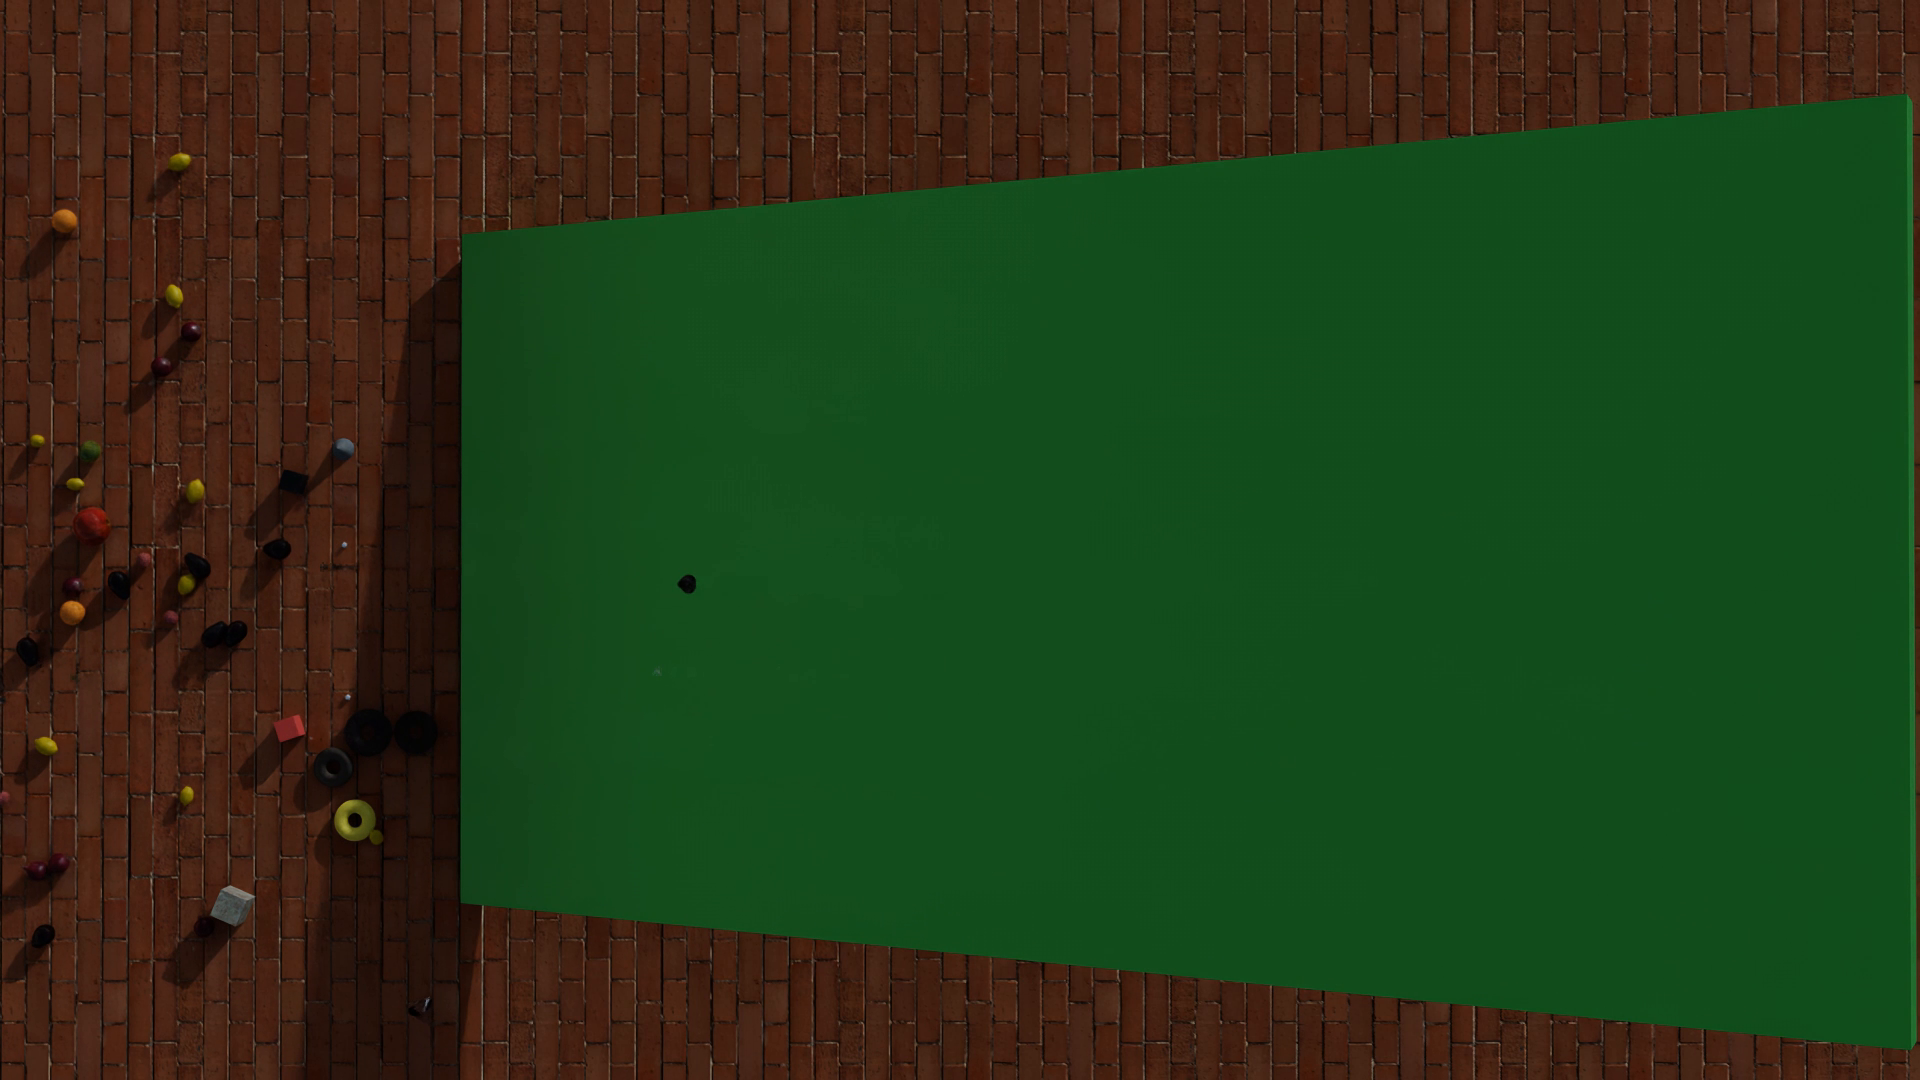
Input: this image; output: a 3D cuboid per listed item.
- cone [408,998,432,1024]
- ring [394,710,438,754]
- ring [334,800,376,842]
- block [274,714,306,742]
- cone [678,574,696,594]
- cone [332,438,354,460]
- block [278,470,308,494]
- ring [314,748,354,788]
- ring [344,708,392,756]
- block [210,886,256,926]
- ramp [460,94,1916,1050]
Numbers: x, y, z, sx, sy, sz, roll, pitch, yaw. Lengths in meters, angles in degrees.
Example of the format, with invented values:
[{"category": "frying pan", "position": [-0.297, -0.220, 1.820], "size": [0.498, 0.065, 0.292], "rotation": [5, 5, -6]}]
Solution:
[{"category": "cone", "position": [-1.615, 1.436, 6.634], "size": [0.072, 0.072, 0.072], "rotation": [-20, 116, 0]}, {"category": "ring", "position": [-1.642, 0.580, 6.637], "size": [0.131, 0.044, 0.131], "rotation": [0, 91, -1]}, {"category": "ring", "position": [-1.825, 0.846, 6.635], "size": [0.127, 0.042, 0.127], "rotation": [0, 89, 1]}, {"category": "block", "position": [-2.021, 0.568, 6.627], "size": [0.062, 0.062, 0.062], "rotation": [-19, 89, 0]}, {"category": "cone", "position": [-0.773, 0.123, 6.136], "size": [0.053, 0.053, 0.053], "rotation": [0, 89, 30]}, {"category": "cone", "position": [-1.870, -0.275, 6.633], "size": [0.067, 0.067, 0.067], "rotation": [0, 89, 0]}, {"category": "block", "position": [-2.011, -0.175, 6.636], "size": [0.060, 0.060, 0.060], "rotation": [17, 89, 0]}, {"category": "ring", "position": [-1.891, 0.686, 6.638], "size": [0.121, 0.040, 0.121], "rotation": [0, 90, -1]}, {"category": "ring", "position": [-1.786, 0.581, 6.635], "size": [0.143, 0.048, 0.143], "rotation": [0, 89, 1]}, {"category": "block", "position": [-2.186, 1.100, 6.612], "size": [0.084, 0.084, 0.084], "rotation": [24, 89, 0]}, {"category": "ramp", "position": [0.271, 0.075, 5.630], "size": [4.000, 0.100, 2.000], "rotation": [0, 89, 30]}]
